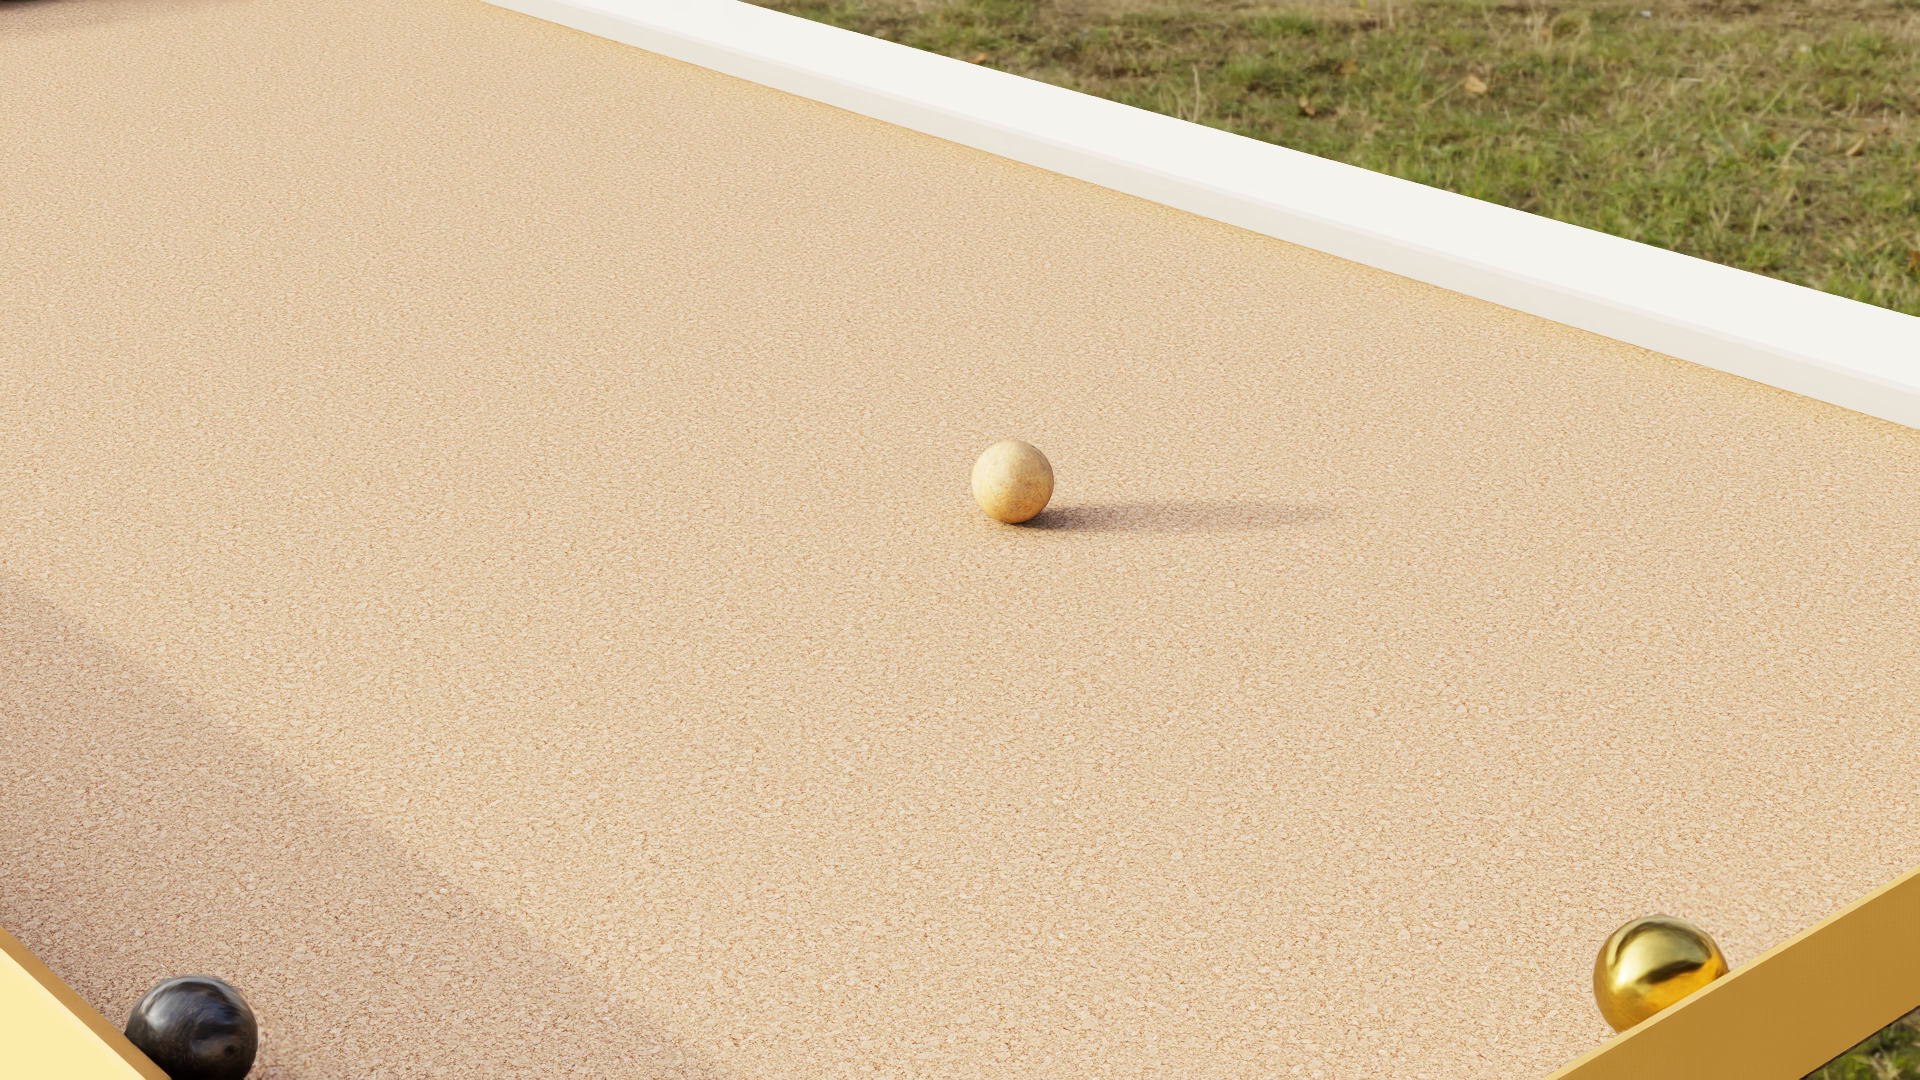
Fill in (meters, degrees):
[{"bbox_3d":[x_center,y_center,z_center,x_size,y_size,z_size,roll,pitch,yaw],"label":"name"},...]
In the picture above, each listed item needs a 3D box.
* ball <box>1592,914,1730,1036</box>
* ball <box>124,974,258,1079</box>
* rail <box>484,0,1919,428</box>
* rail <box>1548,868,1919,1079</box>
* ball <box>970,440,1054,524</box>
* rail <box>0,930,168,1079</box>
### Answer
[{"bbox_3d":[0.422,0.266,1.770,0.081,0.081,0.081,0,23,0],"label":"ball"},{"bbox_3d":[-0.448,0.292,1.713,0.076,0.076,0.076,0,23,0],"label":"ball"},{"bbox_3d":[0.097,-0.497,3.577,0.045,0.105,3.562,-18,29,-37],"label":"rail"},{"bbox_3d":[0.567,0.237,1.806,1.845,0.105,0.045,-18,29,-37],"label":"rail"},{"bbox_3d":[0.045,-0.051,2.545,0.072,0.072,0.072,0,23,0],"label":"ball"},{"bbox_3d":[-1.262,-0.047,2.490,0.045,0.105,3.562,-18,29,-37],"label":"rail"}]
